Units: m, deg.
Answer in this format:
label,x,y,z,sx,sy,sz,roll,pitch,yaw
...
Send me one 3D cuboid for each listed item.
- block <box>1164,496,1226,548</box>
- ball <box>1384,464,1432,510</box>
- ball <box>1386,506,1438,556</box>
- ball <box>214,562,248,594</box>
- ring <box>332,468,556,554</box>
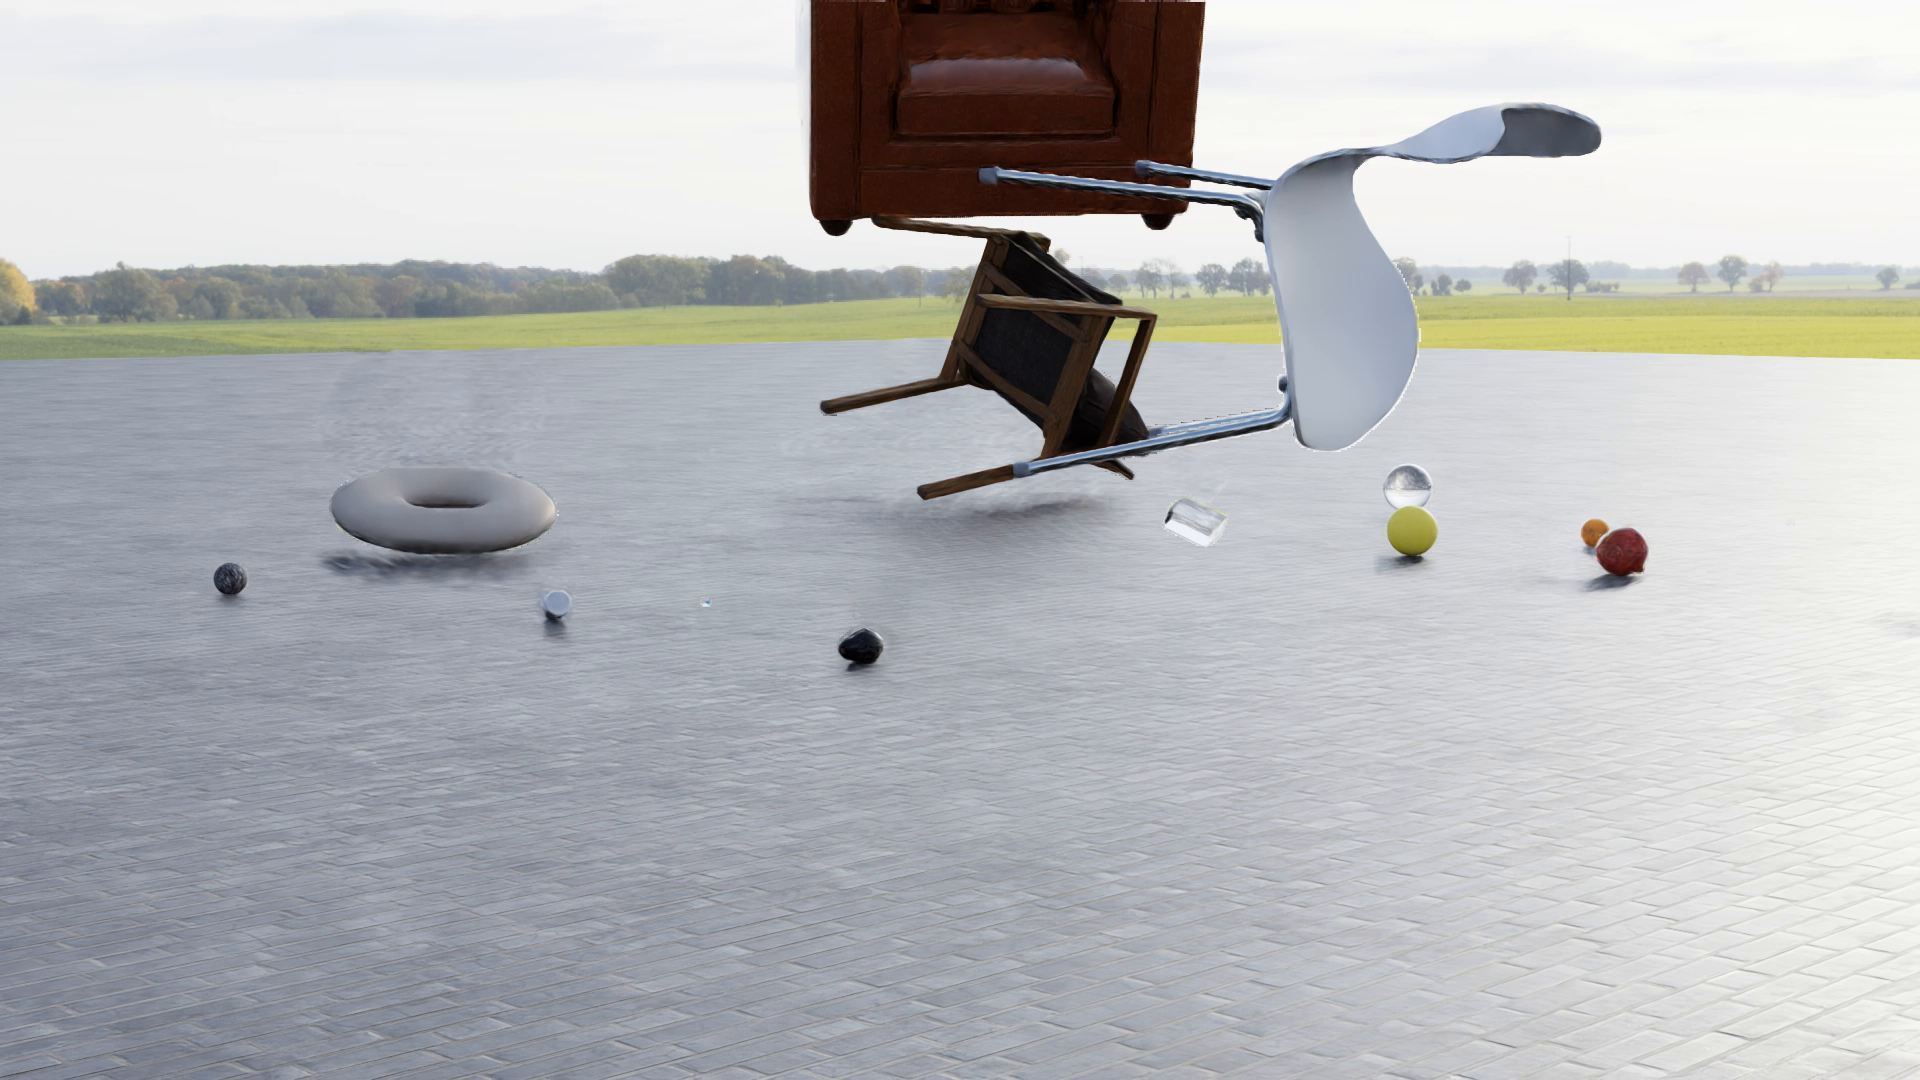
label,x,y,z,sx,sy,sz,roll,pitch,yaw
block,0.575,-0.045,6.270,0.120,0.051,0.093,26,31,16
ball,1.249,-0.145,7.157,0.136,0.136,0.136,0,6,0
ball,1.066,-0.022,6.045,0.119,0.119,0.119,0,6,0
ball,-1.509,0.080,5.307,0.067,0.067,0.067,0,6,0
ring,-1.234,-0.074,6.141,0.529,0.097,0.527,2,18,-9
